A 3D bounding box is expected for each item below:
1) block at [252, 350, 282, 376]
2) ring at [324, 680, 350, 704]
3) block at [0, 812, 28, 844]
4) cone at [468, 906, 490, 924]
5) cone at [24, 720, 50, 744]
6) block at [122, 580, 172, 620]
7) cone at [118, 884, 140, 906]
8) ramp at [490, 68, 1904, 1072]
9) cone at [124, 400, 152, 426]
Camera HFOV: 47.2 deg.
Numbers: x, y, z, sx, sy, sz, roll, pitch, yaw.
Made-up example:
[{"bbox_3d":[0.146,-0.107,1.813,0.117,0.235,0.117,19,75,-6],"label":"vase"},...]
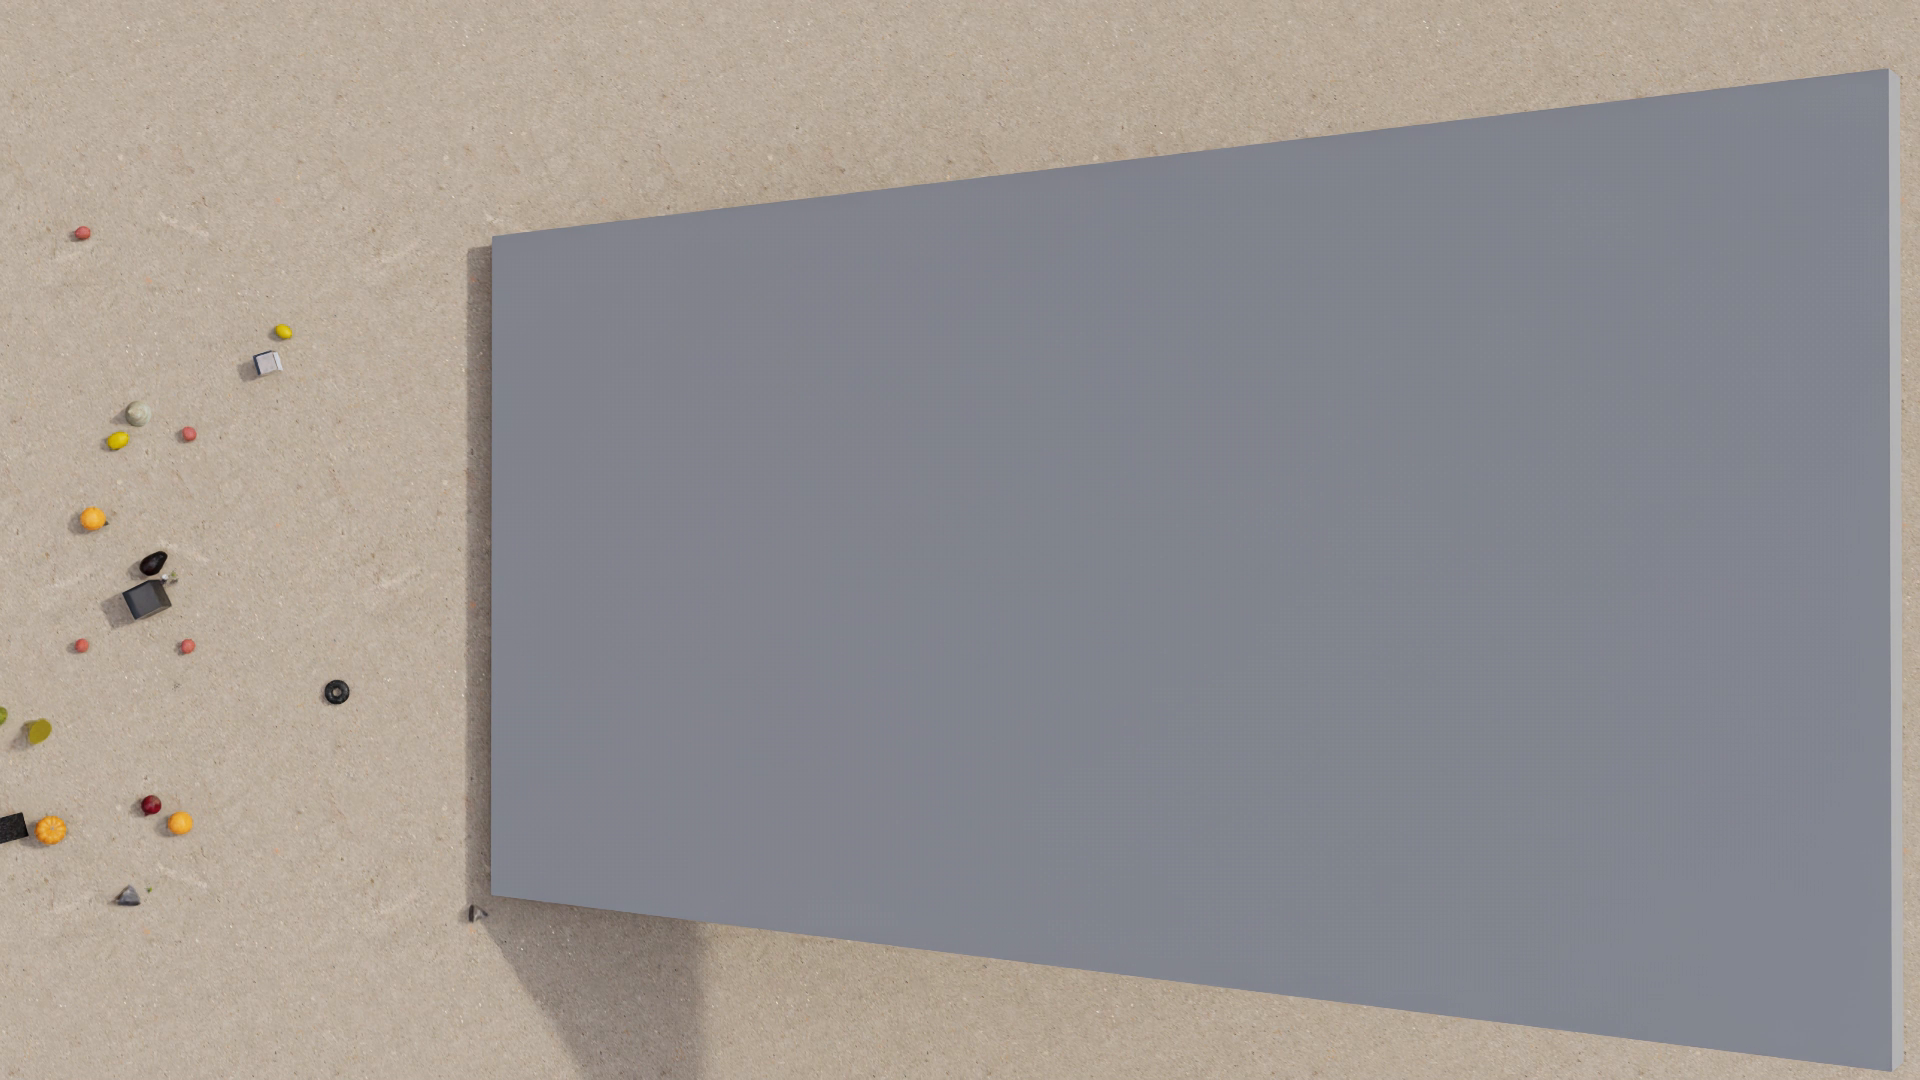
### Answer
[{"bbox_3d":[-2.119,-0.541,6.733,0.061,0.061,0.061,-18,90,0],"label":"block"},{"bbox_3d":[-1.910,0.466,6.742,0.077,0.026,0.077,0,89,-1],"label":"ring"},{"bbox_3d":[-2.906,0.881,6.714,0.076,0.076,0.076,-15,90,0],"label":"block"},{"bbox_3d":[-1.469,1.148,6.737,0.057,0.057,0.057,9,90,-27],"label":"cone"},{"bbox_3d":[-2.843,0.575,6.737,0.077,0.077,0.077,20,90,27],"label":"cone"},{"bbox_3d":[-2.480,0.182,6.712,0.091,0.091,0.091,-26,90,0],"label":"block"},{"bbox_3d":[-2.545,1.082,6.736,0.064,0.064,0.064,-11,63,0],"label":"cone"},{"bbox_3d":[0.245,0.068,5.570,4.000,0.100,2.000,0,89,35],"label":"ramp"},{"bbox_3d":[-2.527,-0.389,6.721,0.082,0.082,0.082,0,90,0],"label":"cone"}]
